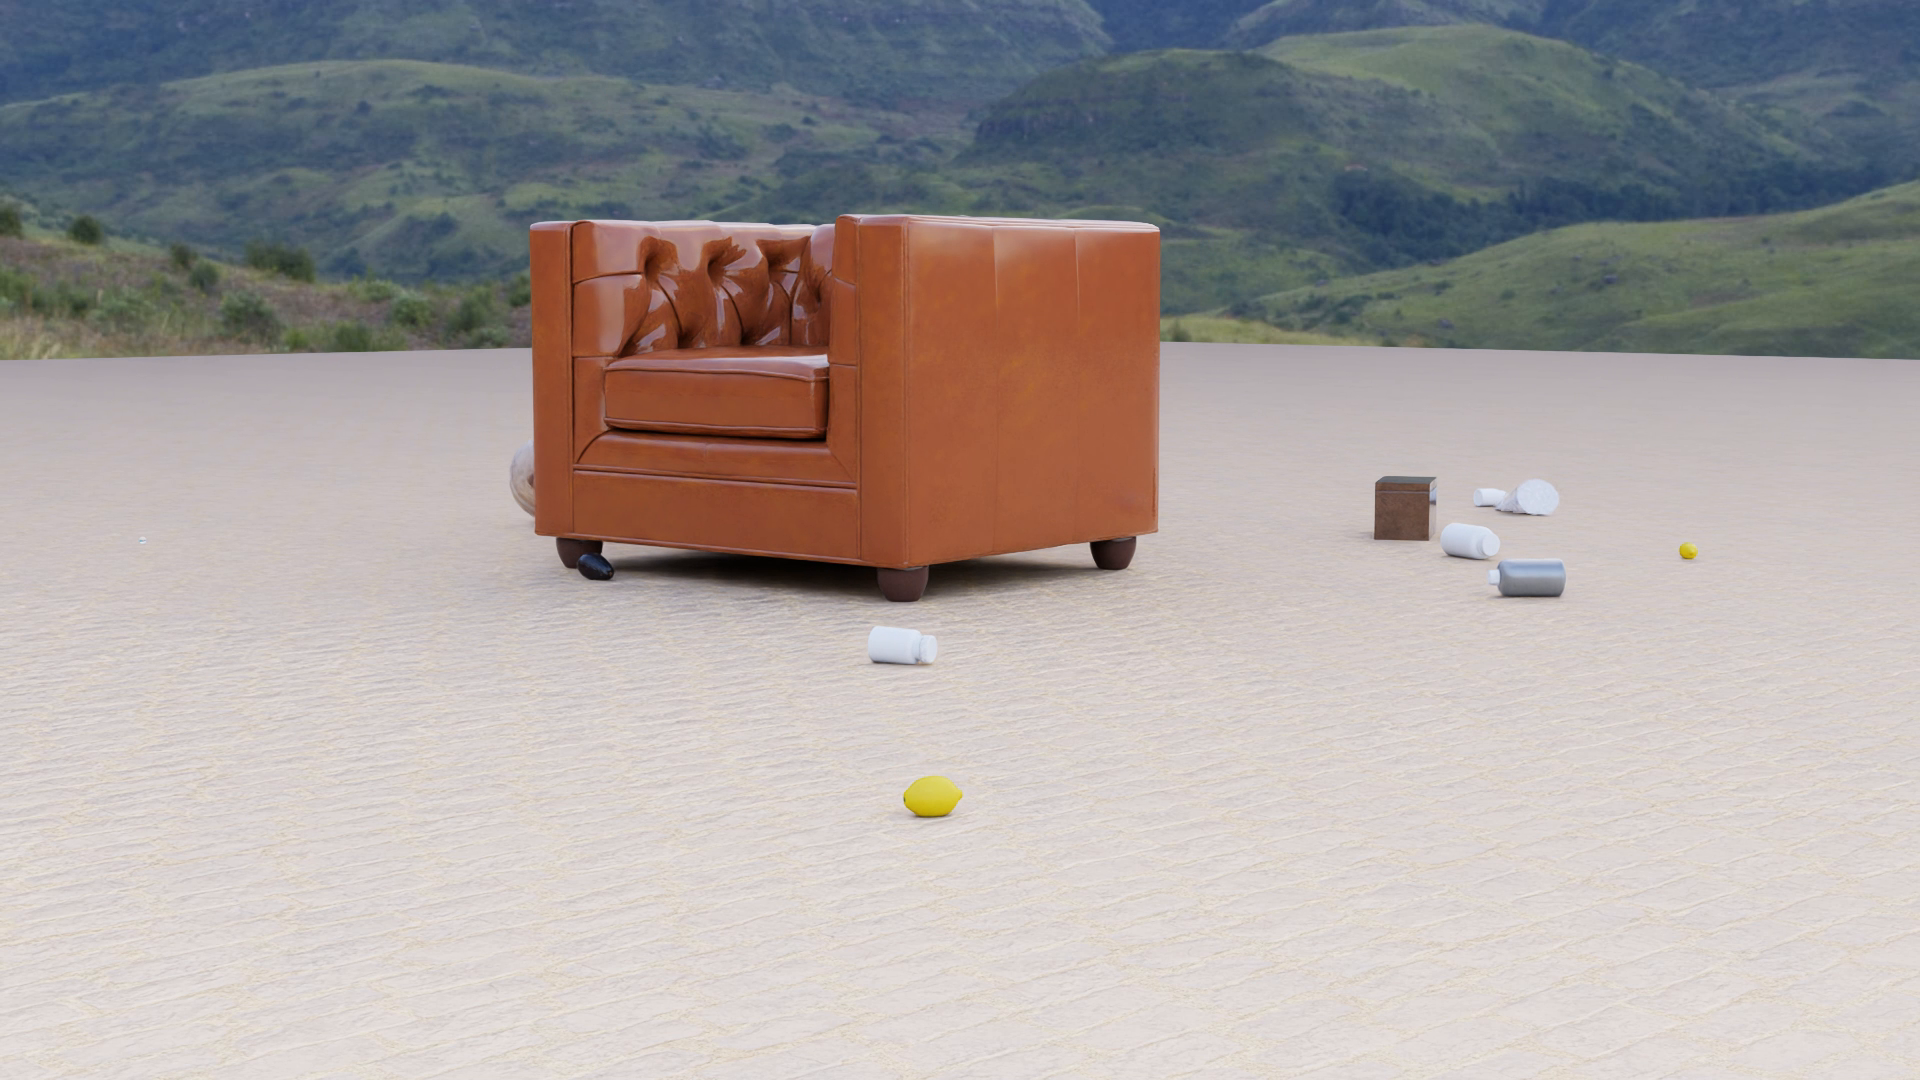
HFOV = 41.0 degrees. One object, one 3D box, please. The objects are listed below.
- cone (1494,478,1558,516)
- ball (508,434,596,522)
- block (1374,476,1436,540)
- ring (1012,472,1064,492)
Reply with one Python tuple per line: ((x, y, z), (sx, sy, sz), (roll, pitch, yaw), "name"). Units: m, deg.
((1.548, -0.102, 7.157), (0.140, 0.104, 0.201), (2, -10, -25), "cone")
((-1.095, -0.167, 6.892), (0.234, 0.234, 0.234), (0, 6, 0), "ball")
((1.131, -0.081, 6.503), (0.135, 0.143, 0.218), (2, 6, 15), "block")
((0.241, -0.178, 7.898), (0.161, 0.050, 0.283), (-2, 7, -6), "ring")
